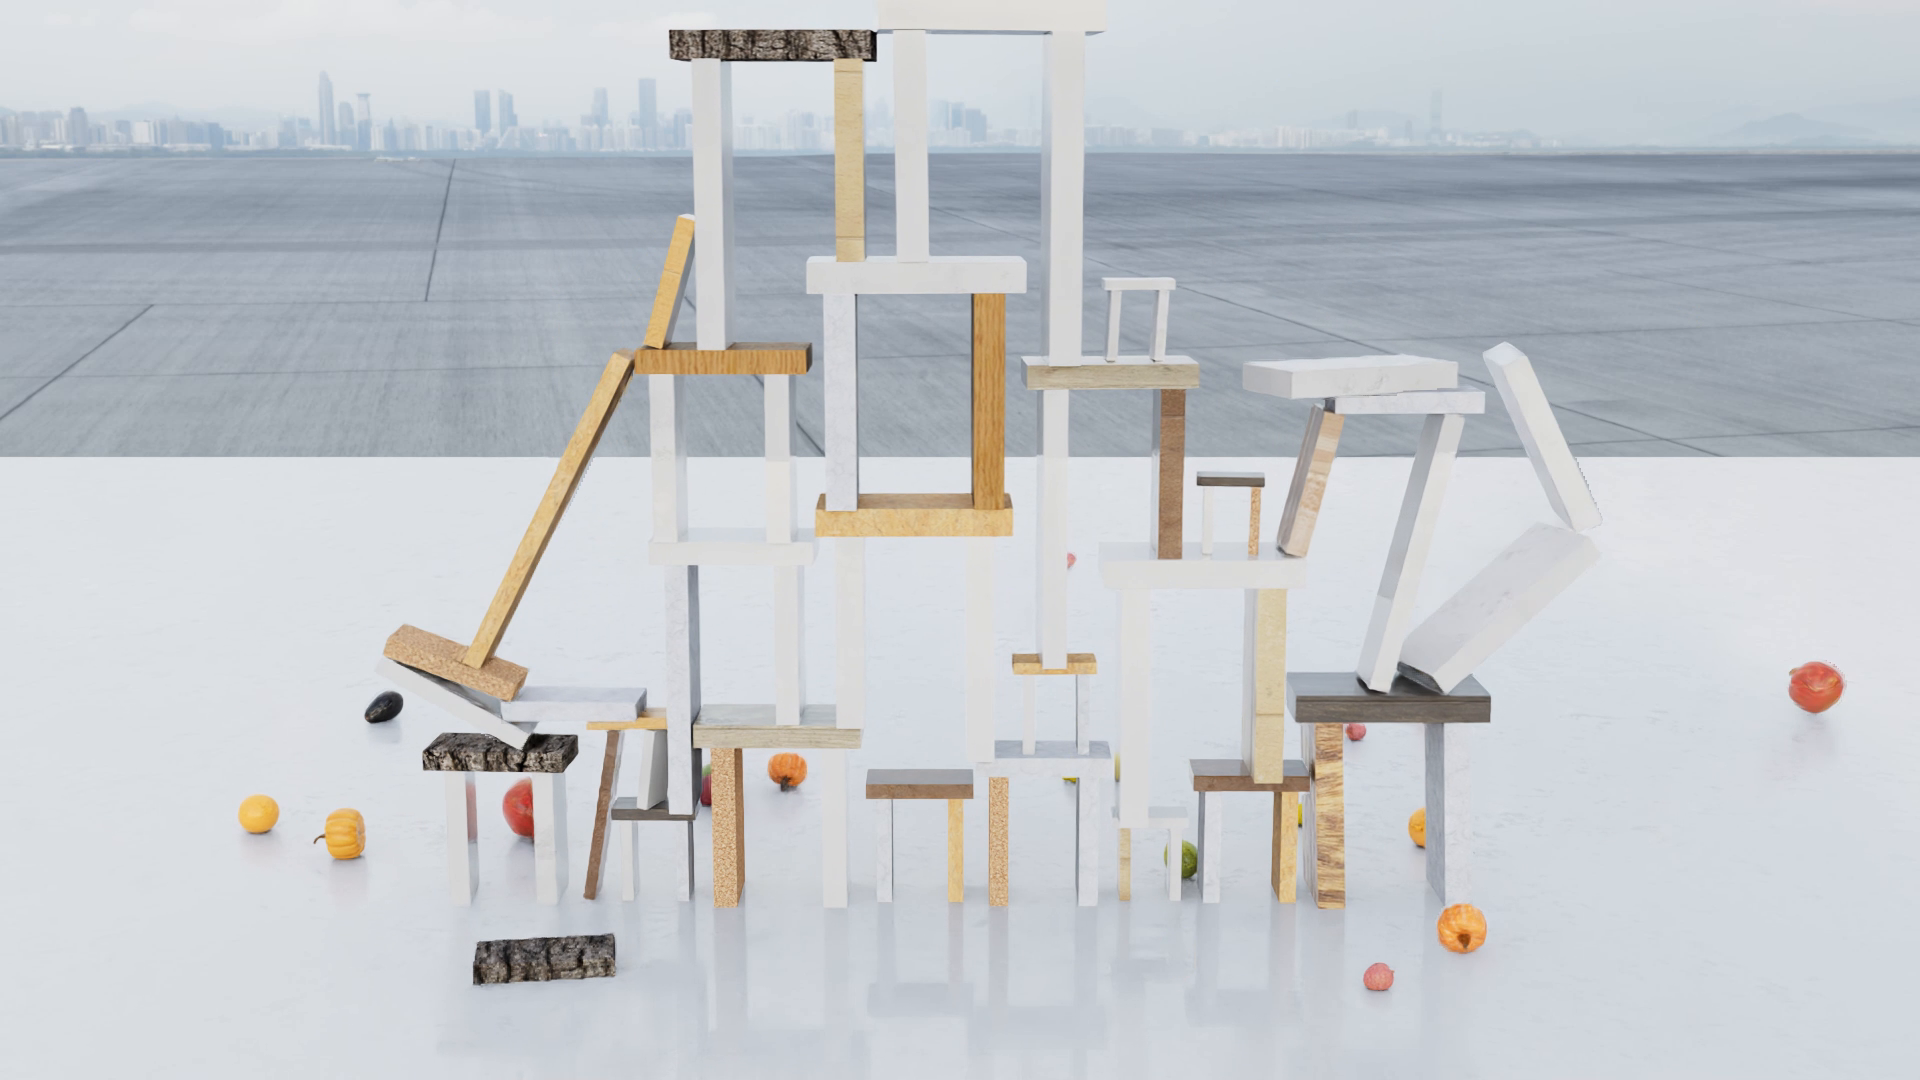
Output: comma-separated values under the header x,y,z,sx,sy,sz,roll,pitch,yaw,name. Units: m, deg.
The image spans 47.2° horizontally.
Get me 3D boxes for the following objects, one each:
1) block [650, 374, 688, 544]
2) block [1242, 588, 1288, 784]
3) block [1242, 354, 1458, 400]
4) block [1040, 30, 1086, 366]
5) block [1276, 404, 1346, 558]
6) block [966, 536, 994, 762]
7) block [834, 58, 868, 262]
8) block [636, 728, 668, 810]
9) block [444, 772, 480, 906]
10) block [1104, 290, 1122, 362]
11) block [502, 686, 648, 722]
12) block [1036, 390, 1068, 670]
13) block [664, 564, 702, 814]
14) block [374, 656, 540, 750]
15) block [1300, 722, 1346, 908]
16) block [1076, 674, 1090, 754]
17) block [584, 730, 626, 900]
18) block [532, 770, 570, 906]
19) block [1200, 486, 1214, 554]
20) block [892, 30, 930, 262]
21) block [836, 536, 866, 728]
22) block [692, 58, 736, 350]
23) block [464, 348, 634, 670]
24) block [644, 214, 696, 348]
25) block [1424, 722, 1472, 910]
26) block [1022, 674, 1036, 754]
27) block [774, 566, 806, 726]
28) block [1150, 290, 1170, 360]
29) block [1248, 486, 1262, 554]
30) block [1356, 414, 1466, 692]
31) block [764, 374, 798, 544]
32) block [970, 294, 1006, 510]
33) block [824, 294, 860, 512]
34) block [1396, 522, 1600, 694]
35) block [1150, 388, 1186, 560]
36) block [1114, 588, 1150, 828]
x,y,z,sx,sy,sz,roll,pitch,yaw,name
-0.466,-0.139,3.530,0.038,0.268,0.134,0,11,1,block
0.496,0.220,3.597,0.045,0.320,0.160,0,11,0,block
0.622,-0.262,3.507,0.304,0.043,0.152,-5,11,-22,block
0.160,-0.536,3.454,0.049,0.509,0.174,0,11,-3,block
0.563,-0.098,3.542,0.033,0.233,0.117,14,10,-3,block
0.032,0.162,3.587,0.044,0.370,0.156,0,11,0,block
-0.171,-0.596,3.450,0.043,0.307,0.153,0,11,0,block
-0.501,0.370,3.619,0.019,0.135,0.067,12,14,19,block
-0.825,0.478,3.646,0.033,0.229,0.115,-1,11,-5,block
0.243,-0.344,3.503,0.016,0.112,0.056,2,10,-3,block
-0.630,0.268,3.604,0.218,0.031,0.109,0,10,2,block
0.147,-0.027,3.544,0.038,0.449,0.135,-1,11,-3,block
-0.453,0.231,3.606,0.037,0.414,0.131,0,11,1,block
-0.820,0.254,3.607,0.267,0.031,0.109,29,9,-5,block
0.601,0.434,3.645,0.044,0.313,0.157,-3,10,0,block
0.201,0.278,3.608,0.019,0.135,0.068,0,11,1,block
-0.588,0.447,3.643,0.019,0.292,0.068,10,11,0,block
-0.678,0.478,3.644,0.033,0.230,0.115,0,11,0,block
0.399,-0.037,3.550,0.016,0.110,0.055,1,11,3,block
-0.076,-0.615,3.437,0.049,0.348,0.174,-1,11,-1,block
-0.177,0.135,3.577,0.044,0.312,0.156,0,10,-1,block
-0.387,-0.529,3.466,0.043,0.445,0.153,0,10,1,block
-0.659,-0.051,3.550,0.029,0.561,0.104,27,9,-3,block
-0.452,-0.411,3.482,0.029,0.207,0.103,16,10,-2,block
0.809,0.435,3.644,0.044,0.313,0.157,-3,11,1,block
0.114,0.278,3.608,0.019,0.135,0.068,0,11,3,block
-0.277,0.158,3.588,0.037,0.263,0.131,0,11,1,block
0.318,-0.344,3.505,0.016,0.112,0.056,3,10,-4,block
0.475,-0.035,3.544,0.016,0.110,0.055,3,11,8,block
0.728,0.013,3.563,0.033,0.458,0.117,13,10,-3,block
-0.286,-0.139,3.529,0.038,0.268,0.134,0,11,1,block
0.044,-0.230,3.513,0.048,0.339,0.170,0,10,-1,block
-0.188,-0.228,3.502,0.048,0.339,0.170,0,11,-1,block
0.876,0.109,3.618,0.347,0.043,0.152,-40,19,-7,block
0.333,-0.115,3.533,0.038,0.271,0.135,0,11,-1,block
0.281,0.256,3.602,0.045,0.394,0.160,0,11,1,block
